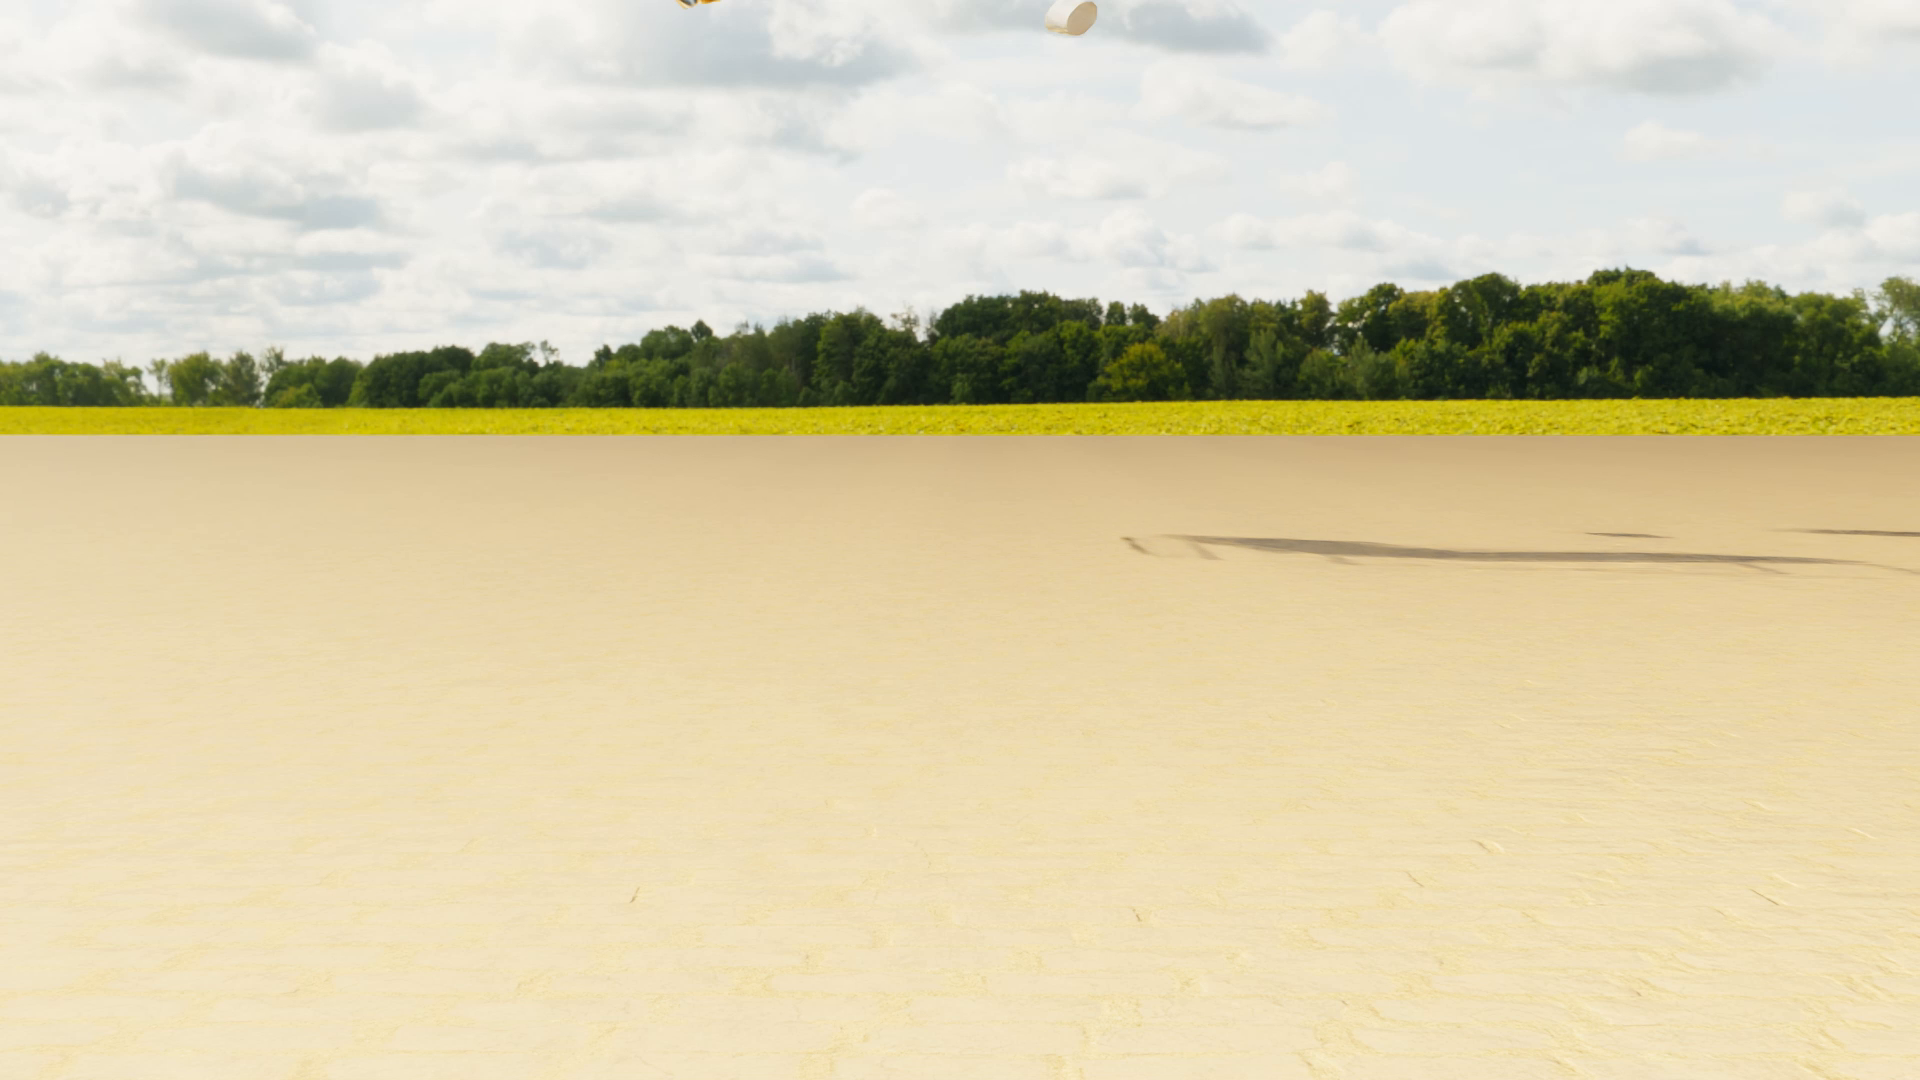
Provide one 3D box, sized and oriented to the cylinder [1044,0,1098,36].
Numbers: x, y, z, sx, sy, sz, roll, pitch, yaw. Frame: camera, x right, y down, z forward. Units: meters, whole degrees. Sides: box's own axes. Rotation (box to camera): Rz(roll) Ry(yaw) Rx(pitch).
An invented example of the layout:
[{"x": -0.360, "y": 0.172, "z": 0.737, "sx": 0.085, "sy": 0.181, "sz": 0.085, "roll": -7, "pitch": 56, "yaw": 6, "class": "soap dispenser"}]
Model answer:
[{"x": 0.404, "y": -1.904, "z": 8.001, "sx": 0.094, "sy": 0.145, "sz": 0.201, "roll": 43, "pitch": -2, "yaw": -27, "class": "cylinder"}]
